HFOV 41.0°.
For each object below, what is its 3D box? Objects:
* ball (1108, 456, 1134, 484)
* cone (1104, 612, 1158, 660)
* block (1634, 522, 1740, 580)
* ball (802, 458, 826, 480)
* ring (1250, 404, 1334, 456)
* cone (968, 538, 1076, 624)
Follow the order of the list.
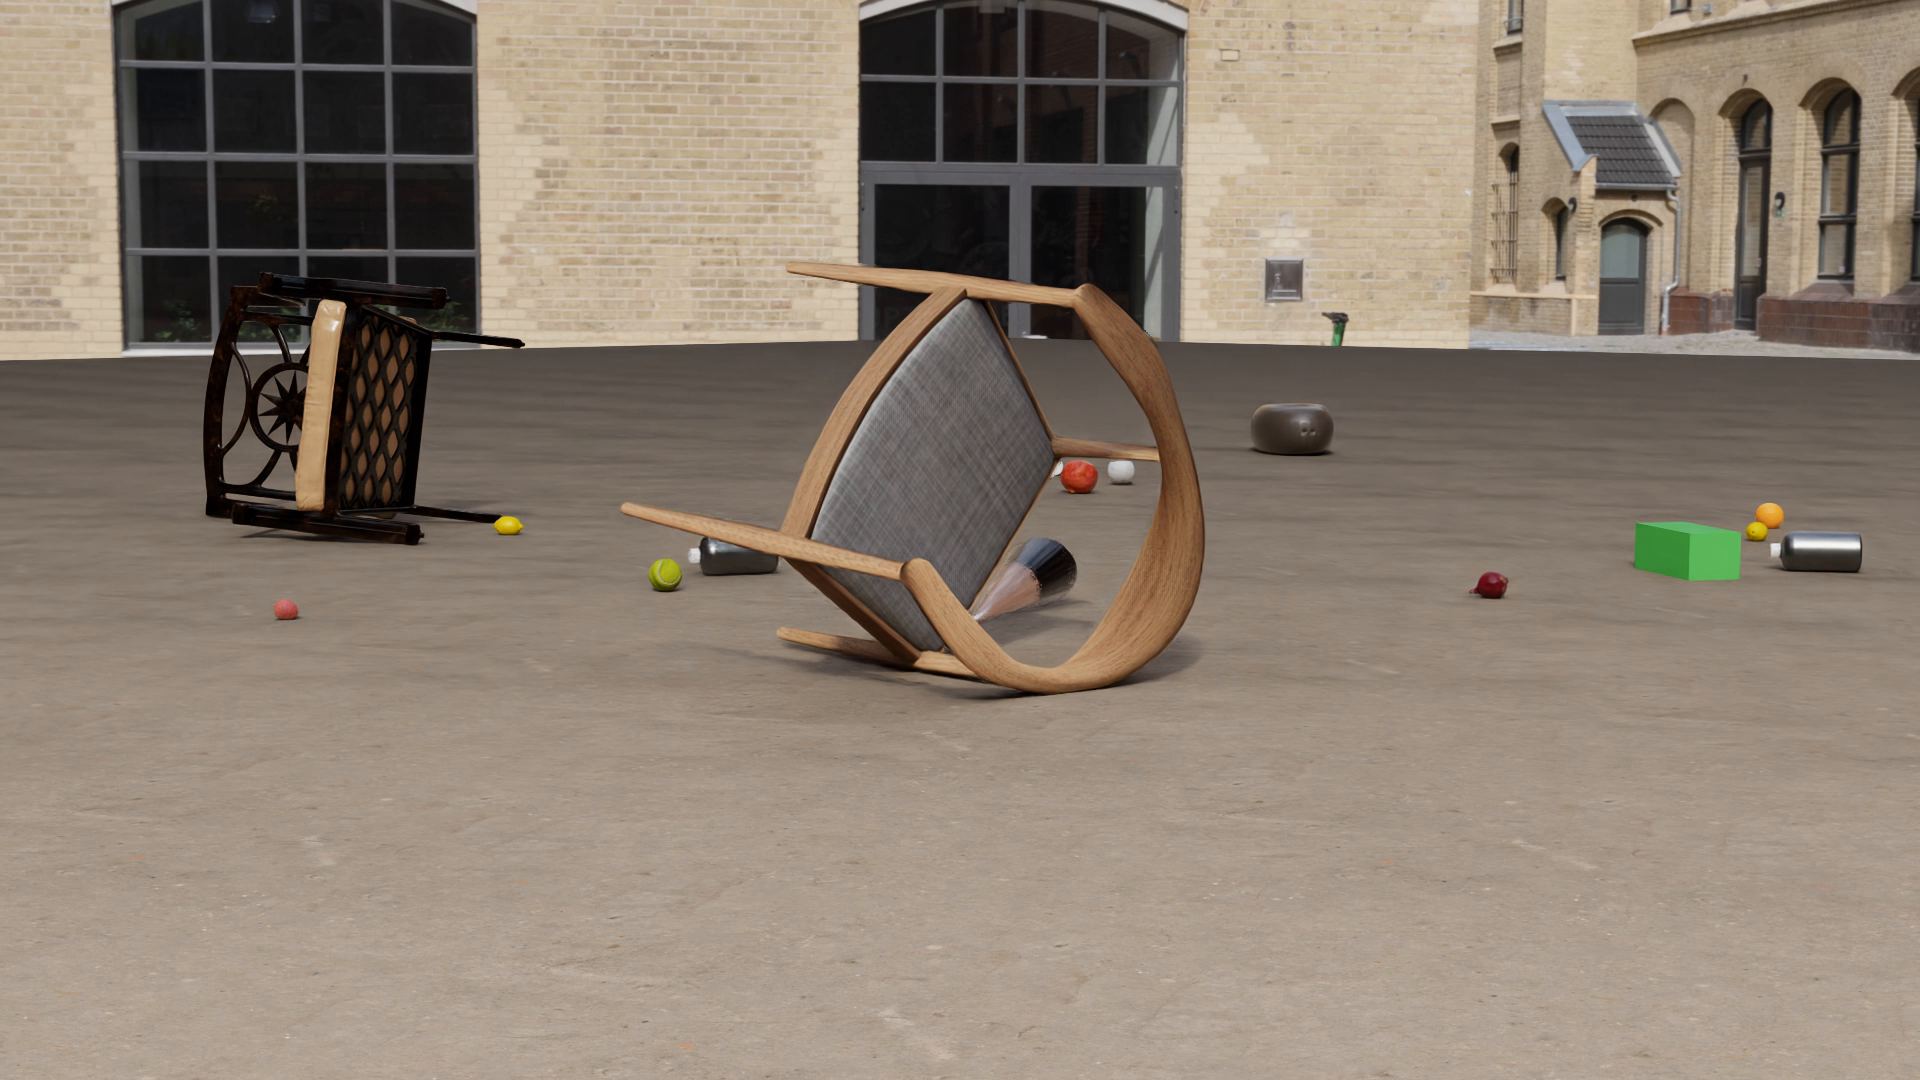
[{"bbox_3d":[0.508,-0.218,8.102,0.088,0.088,0.088,0,6,0],"label":"ball"},{"bbox_3d":[0.306,0.182,4.457,0.095,0.093,0.065,-8,-32,15],"label":"cone"},{"bbox_3d":[1.610,0.023,5.686,0.121,0.102,0.249,-1,6,-12],"label":"block"},{"bbox_3d":[-0.469,-0.230,8.272,0.076,0.076,0.076,0,6,0],"label":"ball"},{"bbox_3d":[1.239,-0.415,9.583,0.291,0.178,0.535,-2,5,-6],"label":"ring"},{"bbox_3d":[0.088,0.111,4.997,0.162,0.138,0.345,-14,10,30],"label":"cone"}]
